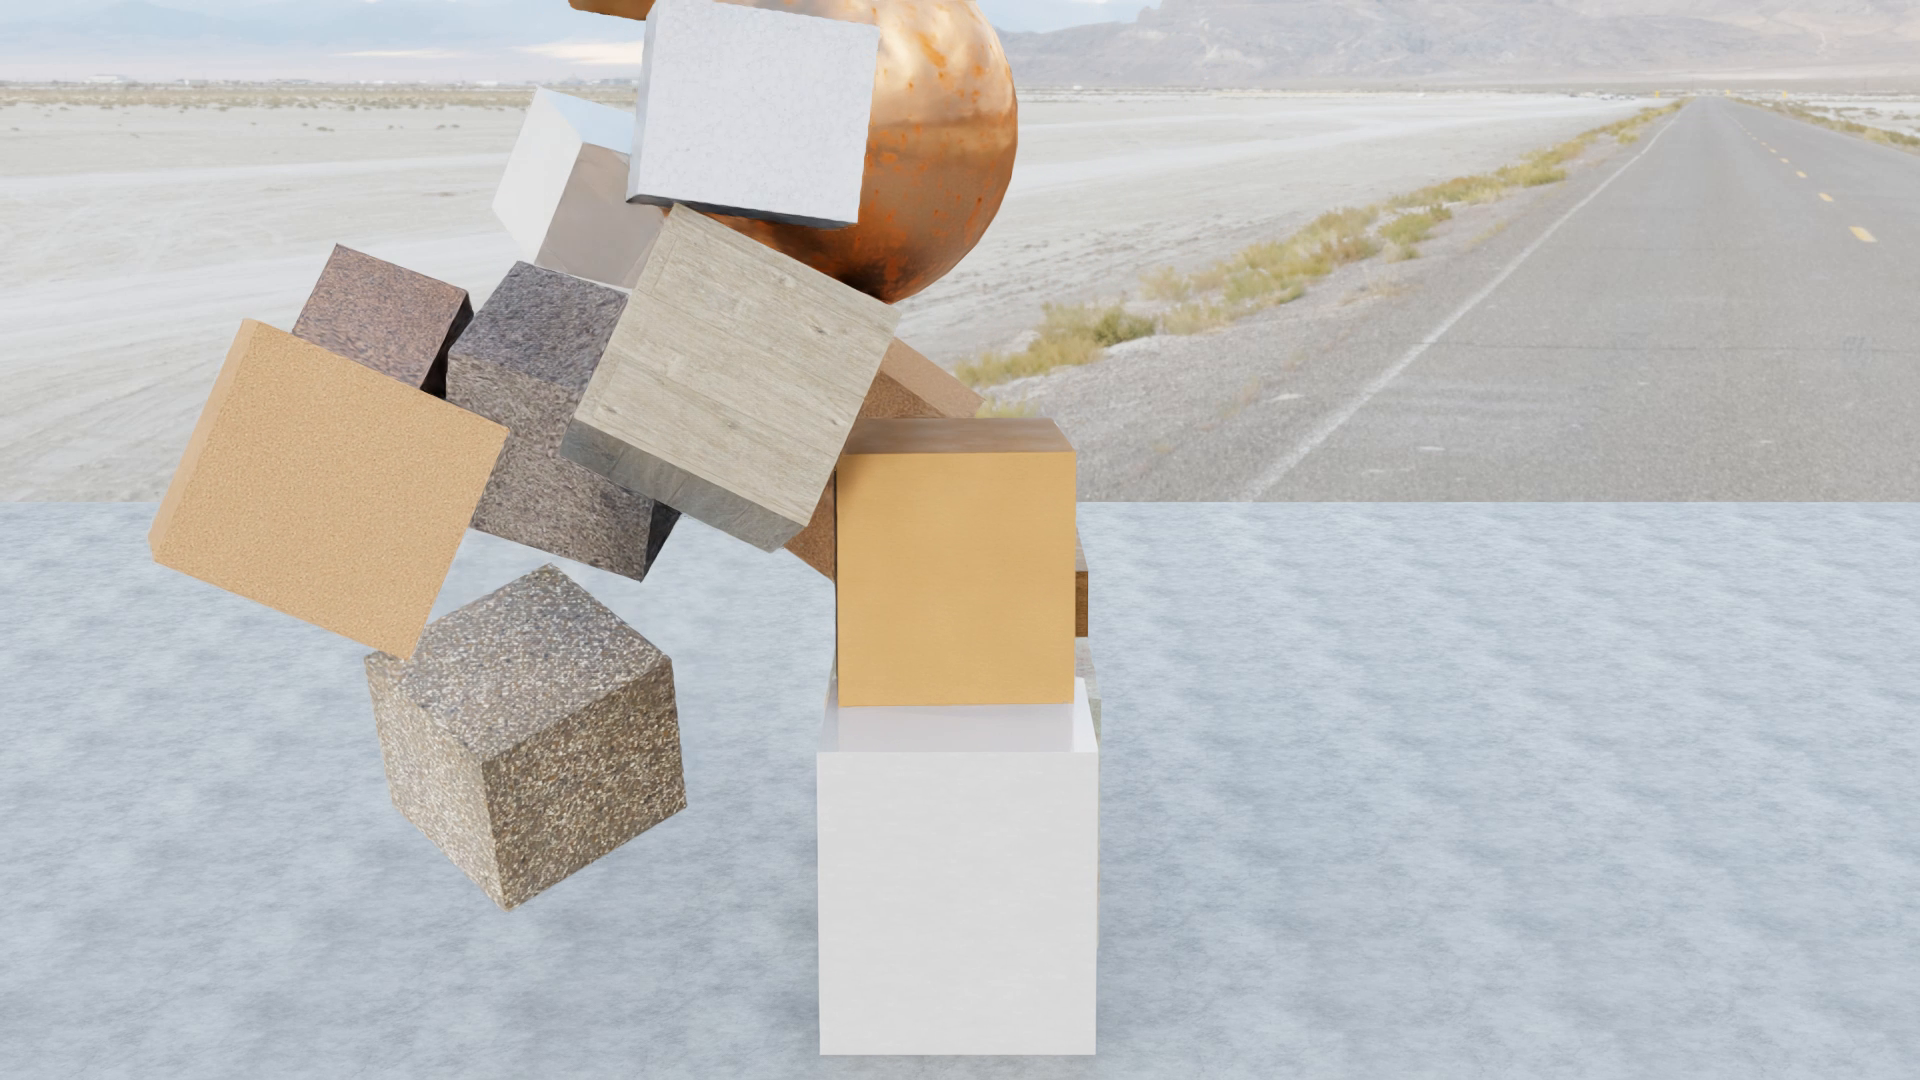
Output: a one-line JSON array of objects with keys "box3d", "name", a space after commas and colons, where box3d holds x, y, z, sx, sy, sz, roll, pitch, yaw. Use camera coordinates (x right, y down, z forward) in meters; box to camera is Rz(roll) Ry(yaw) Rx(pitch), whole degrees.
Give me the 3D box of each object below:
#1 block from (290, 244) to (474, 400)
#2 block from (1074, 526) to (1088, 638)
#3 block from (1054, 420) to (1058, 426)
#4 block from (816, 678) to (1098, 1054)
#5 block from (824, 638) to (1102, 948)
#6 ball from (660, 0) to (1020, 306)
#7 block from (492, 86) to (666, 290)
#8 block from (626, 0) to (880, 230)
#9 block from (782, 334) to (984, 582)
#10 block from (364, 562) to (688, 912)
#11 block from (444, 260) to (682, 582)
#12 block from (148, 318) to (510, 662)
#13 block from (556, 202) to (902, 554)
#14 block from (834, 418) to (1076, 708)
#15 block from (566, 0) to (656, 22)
[{"box3d": [-2.773, -0.812, 12.294, 0.666, 0.747, 0.814, 20, -21, 4], "name": "block"}, {"box3d": [0.011, 0.617, 12.886, 1.198, 1.176, 1.230, 0, 10, 0], "name": "block"}, {"box3d": [-0.009, 0.004, 11.109, 0.899, 0.933, 0.853, 0, 10, -2], "name": "block"}, {"box3d": [-0.008, 1.207, 9.763, 1.000, 1.131, 1.140, 0, 10, 0], "name": "block"}, {"box3d": [0.012, 1.045, 10.903, 1.106, 1.042, 1.141, 0, 10, 0], "name": "block"}, {"box3d": [-0.550, -1.756, 10.861, 1.600, 1.600, 1.600, 0, 10, 0], "name": "ball"}, {"box3d": [-1.648, -1.599, 11.813, 0.680, 0.621, 0.633, 11, 25, -35], "name": "block"}, {"box3d": [-0.791, -1.592, 9.641, 0.806, 0.719, 0.668, 6, 4, -12], "name": "block"}, {"box3d": [-0.605, -0.513, 12.070, 1.019, 0.923, 1.064, 35, 12, -2], "name": "block"}, {"box3d": [-1.854, 0.832, 11.031, 0.951, 0.851, 0.891, -29, 46, -31], "name": "block"}, {"box3d": [-1.834, -0.578, 12.373, 1.058, 0.998, 0.843, 17, 39, 4], "name": "block"}, {"box3d": [-2.339, -0.206, 9.427, 0.939, 0.901, 0.959, 24, -3, -19], "name": "block"}, {"box3d": [-0.898, -0.594, 9.813, 0.932, 0.891, 0.864, 25, -12, -9], "name": "block"}, {"box3d": [-0.042, 0.065, 10.173, 0.900, 0.971, 0.986, -1, 10, -3], "name": "block"}, {"box3d": [-1.417, -2.596, 10.886, 0.508, 0.611, 0.542, 12, -6, 13], "name": "block"}]
